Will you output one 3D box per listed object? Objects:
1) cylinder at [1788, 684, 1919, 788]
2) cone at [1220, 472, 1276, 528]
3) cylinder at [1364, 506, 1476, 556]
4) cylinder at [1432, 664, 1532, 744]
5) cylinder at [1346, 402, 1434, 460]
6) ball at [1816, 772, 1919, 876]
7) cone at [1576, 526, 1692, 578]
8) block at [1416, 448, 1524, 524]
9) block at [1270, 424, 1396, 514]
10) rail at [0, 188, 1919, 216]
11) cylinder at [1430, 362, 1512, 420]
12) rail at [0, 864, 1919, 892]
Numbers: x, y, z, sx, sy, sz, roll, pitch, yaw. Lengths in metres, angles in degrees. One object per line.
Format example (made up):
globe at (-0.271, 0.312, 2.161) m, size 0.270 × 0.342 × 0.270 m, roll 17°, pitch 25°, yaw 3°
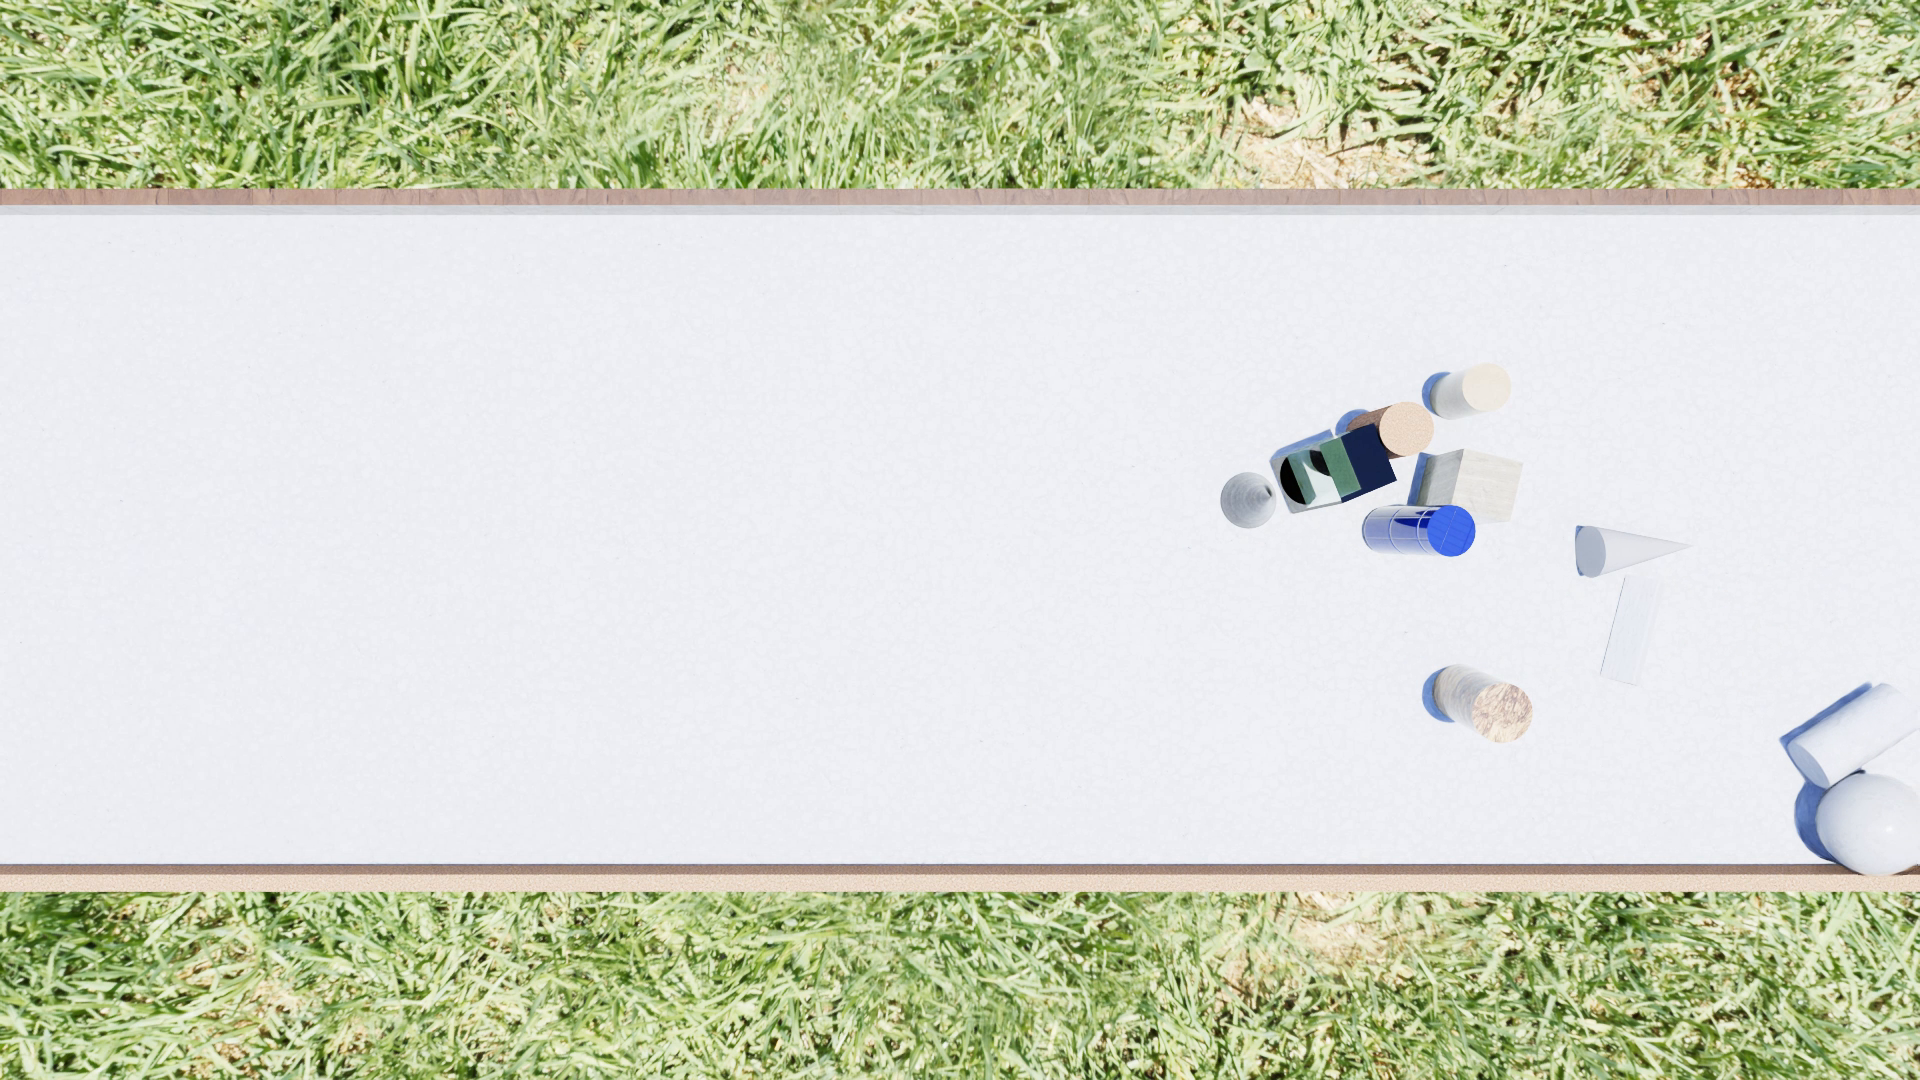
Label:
cylinder at (2.708, 0.593, 4.993) m, size 0.330 × 0.167 × 0.167 m, roll -33°, pitch 90°, yaw 0°
cone at (0.888, -0.122, 4.891) m, size 0.174 × 0.370 × 0.174 m, roll 0°, pitch 90°, yaw 0°
cylinder at (1.346, -0.027, 4.851) m, size 0.147 × 0.432 × 0.147 m, roll 0°, pitch 91°, yaw -10°
cylinder at (1.536, 0.478, 4.870) m, size 0.171 × 0.404 × 0.171 m, roll 0°, pitch 93°, yaw 0°
cylinder at (1.261, -0.314, 4.864) m, size 0.154 × 0.424 × 0.154 m, roll 0°, pitch 90°, yaw 0°
ball at (2.728, 0.848, 4.925) m, size 0.304 × 0.304 × 0.304 m, roll 0°, pitch 90°, yaw 0°
cone at (2.087, 0.026, 5.037) m, size 0.363 × 0.160 × 0.160 m, roll -3°, pitch 90°, yaw -12°
block at (1.503, -0.153, 4.890) m, size 0.174 × 0.368 × 0.174 m, roll 14°, pitch 89°, yaw 0°
block at (1.094, -0.205, 4.856) m, size 0.177 × 0.419 × 0.177 m, roll -22°, pitch 90°, yaw -8°
rail at (-2.247, -1.025, 5.002) m, size 12.000 × 0.150 × 0.050 m, roll 0°, pitch 90°, yaw 0°
cylinder at (1.515, -0.439, 4.908) m, size 0.141 × 0.336 × 0.141 m, roll 0°, pitch 90°, yaw 0°
rail at (-2.247, 1.025, 5.001) m, size 12.000 × 0.150 × 0.050 m, roll 0°, pitch 90°, yaw 0°
